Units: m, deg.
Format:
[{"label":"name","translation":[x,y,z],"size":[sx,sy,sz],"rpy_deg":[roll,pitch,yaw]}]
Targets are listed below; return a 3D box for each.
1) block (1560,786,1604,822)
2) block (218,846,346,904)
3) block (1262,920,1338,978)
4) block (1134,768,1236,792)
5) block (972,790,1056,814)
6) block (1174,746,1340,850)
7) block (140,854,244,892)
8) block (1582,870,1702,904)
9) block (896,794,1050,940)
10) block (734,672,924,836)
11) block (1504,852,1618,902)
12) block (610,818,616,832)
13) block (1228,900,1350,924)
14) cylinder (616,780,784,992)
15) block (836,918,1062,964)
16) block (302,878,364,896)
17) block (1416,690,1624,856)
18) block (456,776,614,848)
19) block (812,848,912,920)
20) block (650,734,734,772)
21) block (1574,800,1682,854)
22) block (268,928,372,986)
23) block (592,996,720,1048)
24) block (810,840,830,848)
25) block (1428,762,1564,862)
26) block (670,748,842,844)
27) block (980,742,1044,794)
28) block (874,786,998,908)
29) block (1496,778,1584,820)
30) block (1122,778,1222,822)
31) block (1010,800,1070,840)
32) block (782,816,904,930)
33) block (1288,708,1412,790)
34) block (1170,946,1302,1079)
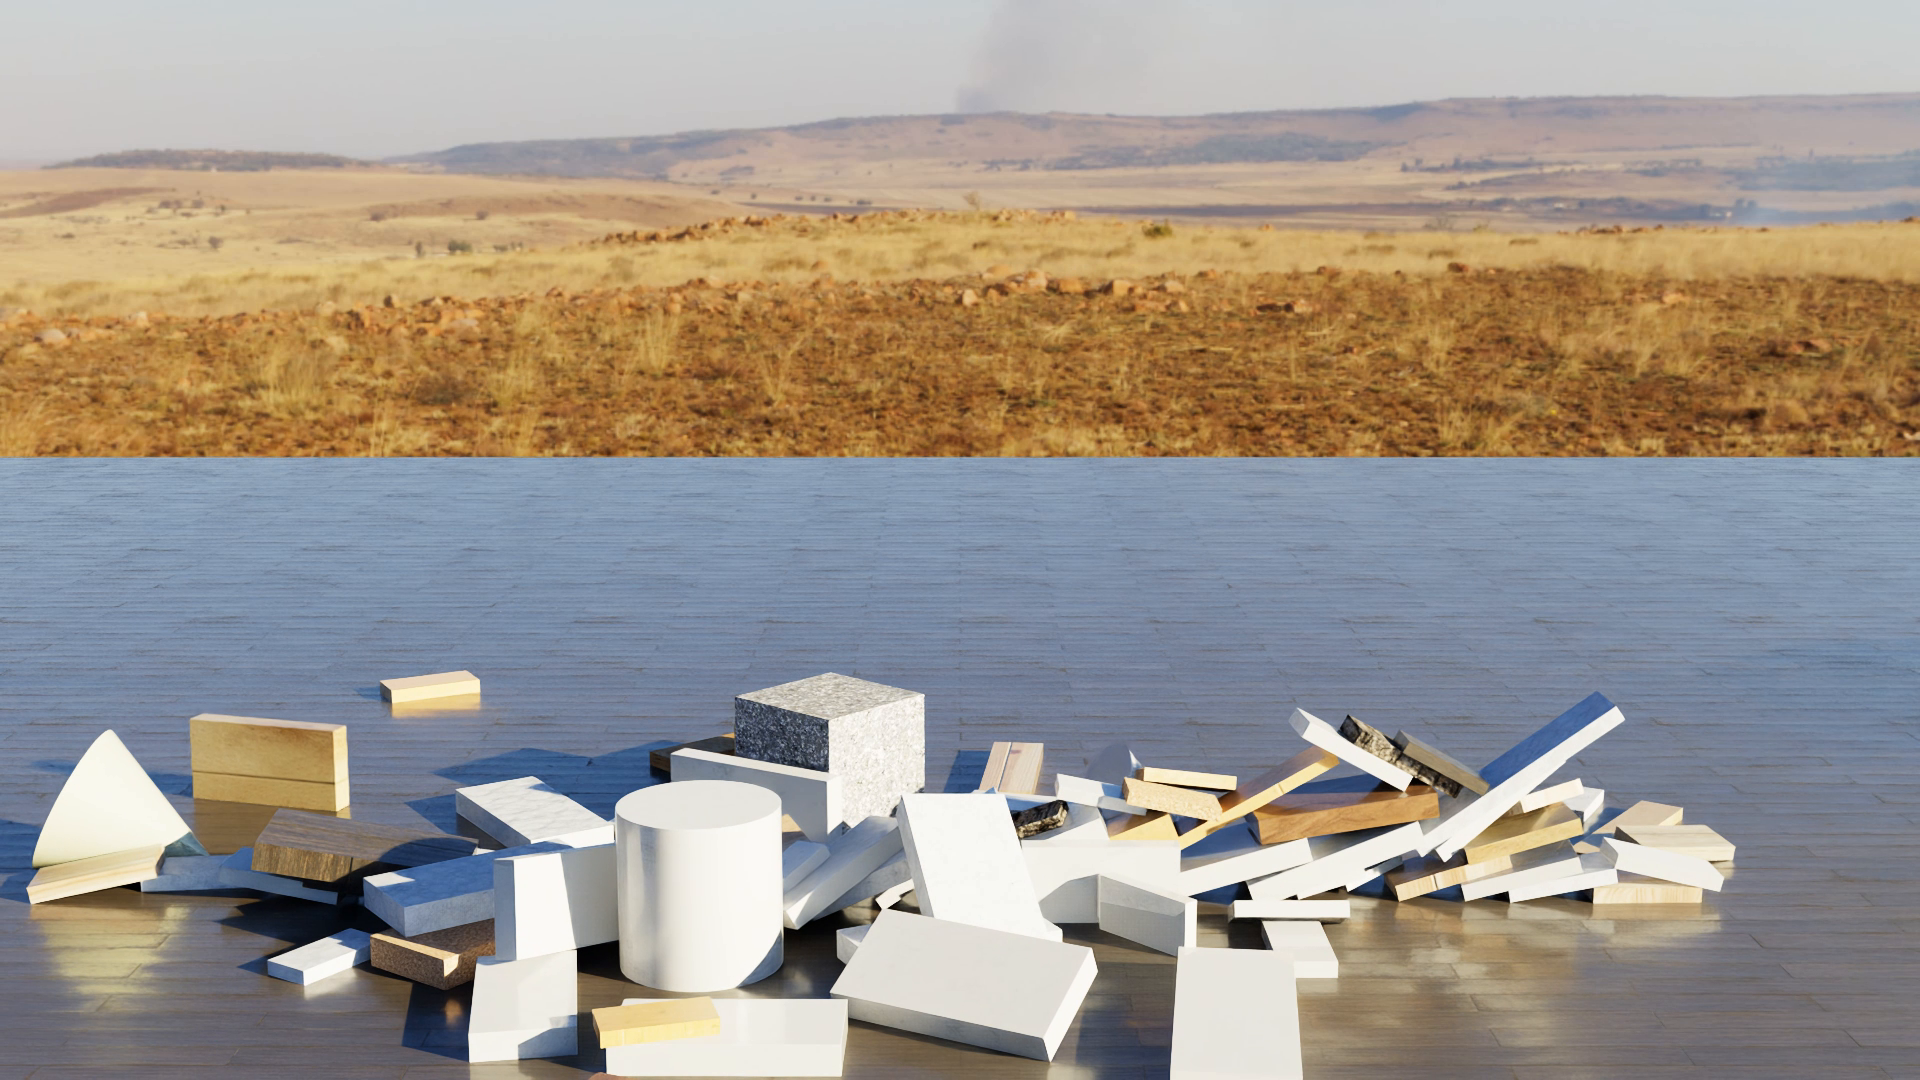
[{"label":"block","translation":[1.151,0.494,4.127],"size":[0.077,0.022,0.154],"rpy_deg":[6,12,28]},{"label":"block","translation":[-1.118,0.559,3.666],"size":[0.202,0.029,0.101],"rpy_deg":[10,11,2]},{"label":"block","translation":[0.522,0.629,3.391],"size":[0.090,0.025,0.180],"rpy_deg":[0,11,0]},{"label":"block","translation":[0.377,0.403,3.687],"size":[0.156,0.022,0.078],"rpy_deg":[6,-10,-6]},{"label":"block","translation":[0.109,0.500,4.079],"size":[0.200,0.028,0.100],"rpy_deg":[3,11,16]},{"label":"block","translation":[0.442,0.447,3.651],"size":[0.398,0.021,0.074],"rpy_deg":[-29,11,1]},{"label":"block","translation":[-1.279,0.564,3.733],"size":[0.194,0.027,0.097],"rpy_deg":[-1,11,-7]},{"label":"block","translation":[1.132,0.577,3.667],"size":[0.179,0.025,0.090],"rpy_deg":[0,11,-1]},{"label":"block","translation":[0.020,0.530,3.377],"size":[0.170,0.048,0.340],"rpy_deg":[2,39,-18]},{"label":"block","translation":[-0.237,0.402,4.018],"size":[0.243,0.243,0.243],"rpy_deg":[9,14,41]},{"label":"block","translation":[0.993,0.561,3.666],"size":[0.179,0.025,0.090],"rpy_deg":[-11,10,1]},{"label":"block","translation":[-0.604,0.515,4.036],"size":[0.049,0.014,0.097],"rpy_deg":[4,11,22]},{"label":"block","translation":[0.521,0.591,3.492],"size":[0.180,0.025,0.090],"rpy_deg":[0,-16,0]},{"label":"cylinder","translation":[-0.395,0.522,3.349],"size":[0.250,0.250,0.250],"rpy_deg":[0,11,0]},{"label":"block","translation":[-0.016,0.621,3.383],"size":[0.310,0.044,0.155],"rpy_deg":[-5,12,-26]},{"label":"block","translation":[-0.976,0.559,3.646],"size":[0.202,0.029,0.101],"rpy_deg":[10,11,-7]},{"label":"block","translation":[0.914,0.388,3.655],"size":[0.399,0.028,0.099],"rpy_deg":[-35,10,5]},{"label":"block","translation":[-0.777,0.506,3.999],"size":[0.154,0.044,0.361],"rpy_deg":[-7,13,-33]},{"label":"block","translation":[-0.125,0.527,3.561],"size":[0.253,0.036,0.126],"rpy_deg":[-25,12,16]},{"label":"block","translation":[-0.477,0.426,4.478],"size":[0.304,0.027,0.097],"rpy_deg":[-9,14,-41]},{"label":"block","translation":[1.195,0.528,3.945],"size":[0.077,0.022,0.361],"rpy_deg":[8,13,36]},{"label":"block","translation":[-0.965,0.636,3.360],"size":[0.081,0.023,0.162],"rpy_deg":[7,12,32]},{"label":"block","translation":[-0.415,0.657,3.000],"size":[0.162,0.023,0.081],"rpy_deg":[-3,11,-16]},{"label":"block","translation":[-0.346,0.549,3.771],"size":[0.309,0.044,0.154],"rpy_deg":[6,12,30]},{"label":"block","translation":[0.885,0.437,3.681],"size":[0.267,0.026,0.091],"rpy_deg":[-38,10,-8]},{"label":"block","translation":[-0.362,0.471,3.886],"size":[0.338,0.155,0.044],"rpy_deg":[6,12,30]},{"label":"block","translation":[0.102,0.456,4.311],"size":[0.100,0.028,0.334],"rpy_deg":[1,11,6]},{"label":"block","translation":[-0.034,0.508,3.637],"size":[0.253,0.036,0.126],"rpy_deg":[-34,10,2]},{"label":"block","translation":[0.972,0.444,3.744],"size":[0.182,0.026,0.091],"rpy_deg":[-8,-12,-42]},{"label":"block","translation":[0.347,0.426,3.612],"size":[0.156,0.022,0.078],"rpy_deg":[12,10,-5]},{"label":"block","translation":[0.103,0.470,3.630],"size":[0.148,0.021,0.074],"rpy_deg":[-20,11,16]},{"label":"block","translation":[-0.202,0.532,3.537],"size":[0.252,0.036,0.126],"rpy_deg":[-35,14,-27]},{"label":"block","translation":[0.645,0.346,3.638],"size":[0.198,0.028,0.099],"rpy_deg":[28,7,-9]},{"label":"block","translation":[0.385,0.676,3.075],"size":[0.170,0.048,0.446],"rpy_deg":[1,11,7]}]
